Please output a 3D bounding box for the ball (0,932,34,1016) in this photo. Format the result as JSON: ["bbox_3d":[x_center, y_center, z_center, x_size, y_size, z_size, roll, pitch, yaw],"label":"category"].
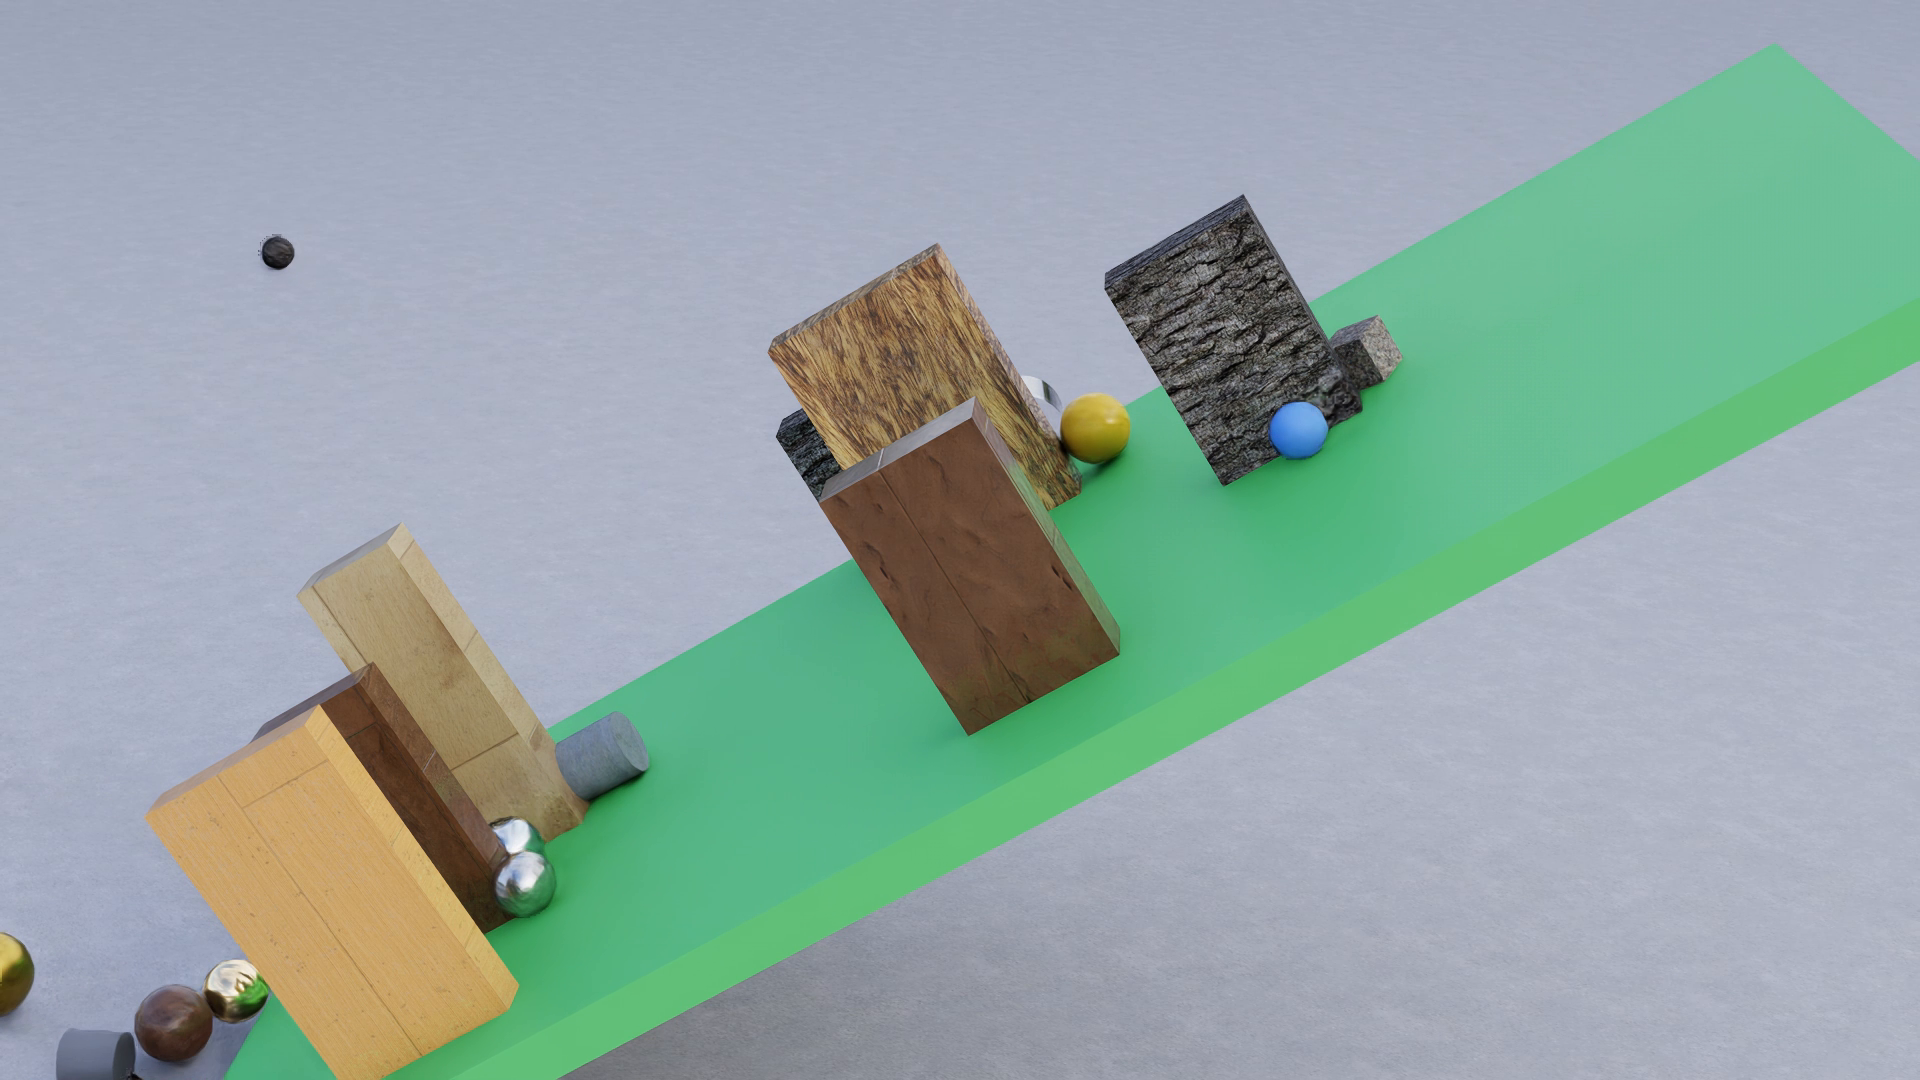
[{"bbox_3d":[-2.261,1.010,6.844,0.205,0.205,0.205,0,19,0],"label":"ball"}]

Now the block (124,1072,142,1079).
[{"bbox_3d":[-1.720,1.225,6.147,0.152,0.152,0.152,38,-12,-11],"label":"block"}]

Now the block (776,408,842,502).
[{"bbox_3d":[-0.161,-0.194,7.072,0.393,0.411,0.145,-29,15,13],"label":"block"}]

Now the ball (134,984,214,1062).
[{"bbox_3d":[-1.779,1.094,6.652,0.173,0.173,0.173,0,19,0],"label":"ball"}]

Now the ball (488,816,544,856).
[{"bbox_3d":[-0.985,0.681,6.444,0.149,0.149,0.149,0,19,0],"label":"ball"}]

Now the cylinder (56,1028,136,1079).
[{"bbox_3d":[-1.921,1.156,6.539,0.130,0.130,0.130,2,19,6],"label":"cylinder"}]

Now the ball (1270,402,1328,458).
[{"bbox_3d":[0.691,-0.224,6.001,0.117,0.117,0.117,0,19,0],"label":"ball"}]

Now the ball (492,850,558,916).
[{"bbox_3d":[-0.918,0.723,6.197,0.137,0.137,0.137,0,19,0],"label":"ball"}]

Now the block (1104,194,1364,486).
[{"bbox_3d":[0.569,-0.414,6.121,0.332,0.493,0.139,-29,15,13],"label":"block"}]

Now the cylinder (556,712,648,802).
[{"bbox_3d":[-0.815,0.493,6.702,0.153,0.153,0.153,-29,15,13],"label":"cylinder"}]

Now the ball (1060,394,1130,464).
[{"bbox_3d":[0.312,-0.256,6.791,0.164,0.164,0.164,0,19,0],"label":"ball"}]

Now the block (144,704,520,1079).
[{"bbox_3d":[-1.225,0.710,5.759,0.385,0.697,0.105,-29,15,13],"label":"block"}]

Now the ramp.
[{"bbox_3d":[0.142,0.168,6.287,4.000,0.100,2.000,-29,15,13],"label":"ramp"}]

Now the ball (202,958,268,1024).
[{"bbox_3d":[-1.665,1.036,6.758,0.148,0.148,0.148,0,19,0],"label":"ball"}]

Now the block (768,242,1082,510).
[{"bbox_3d":[-0.076,-0.286,6.730,0.443,0.644,0.125,-29,15,13],"label":"block"}]

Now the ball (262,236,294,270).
[{"bbox_3d":[-3.176,-1.337,13.695,0.150,0.150,0.150,0,19,0],"label":"ball"}]

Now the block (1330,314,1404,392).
[{"bbox_3d":[0.849,-0.391,6.231,0.109,0.109,0.109,-20,19,40],"label":"block"}]

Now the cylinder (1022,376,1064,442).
[{"bbox_3d":[0.153,-0.272,7.085,0.207,0.207,0.207,0,17,0],"label":"cylinder"}]

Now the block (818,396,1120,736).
[{"bbox_3d":[0.023,0.052,5.628,0.337,0.546,0.142,-29,15,13],"label":"block"}]

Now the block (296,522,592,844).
[{"bbox_3d":[-1.151,0.356,6.603,0.246,0.772,0.143,-29,15,13],"label":"block"}]

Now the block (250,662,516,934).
[{"bbox_3d":[-1.210,0.594,6.271,0.290,0.612,0.120,-29,15,13],"label":"block"}]
